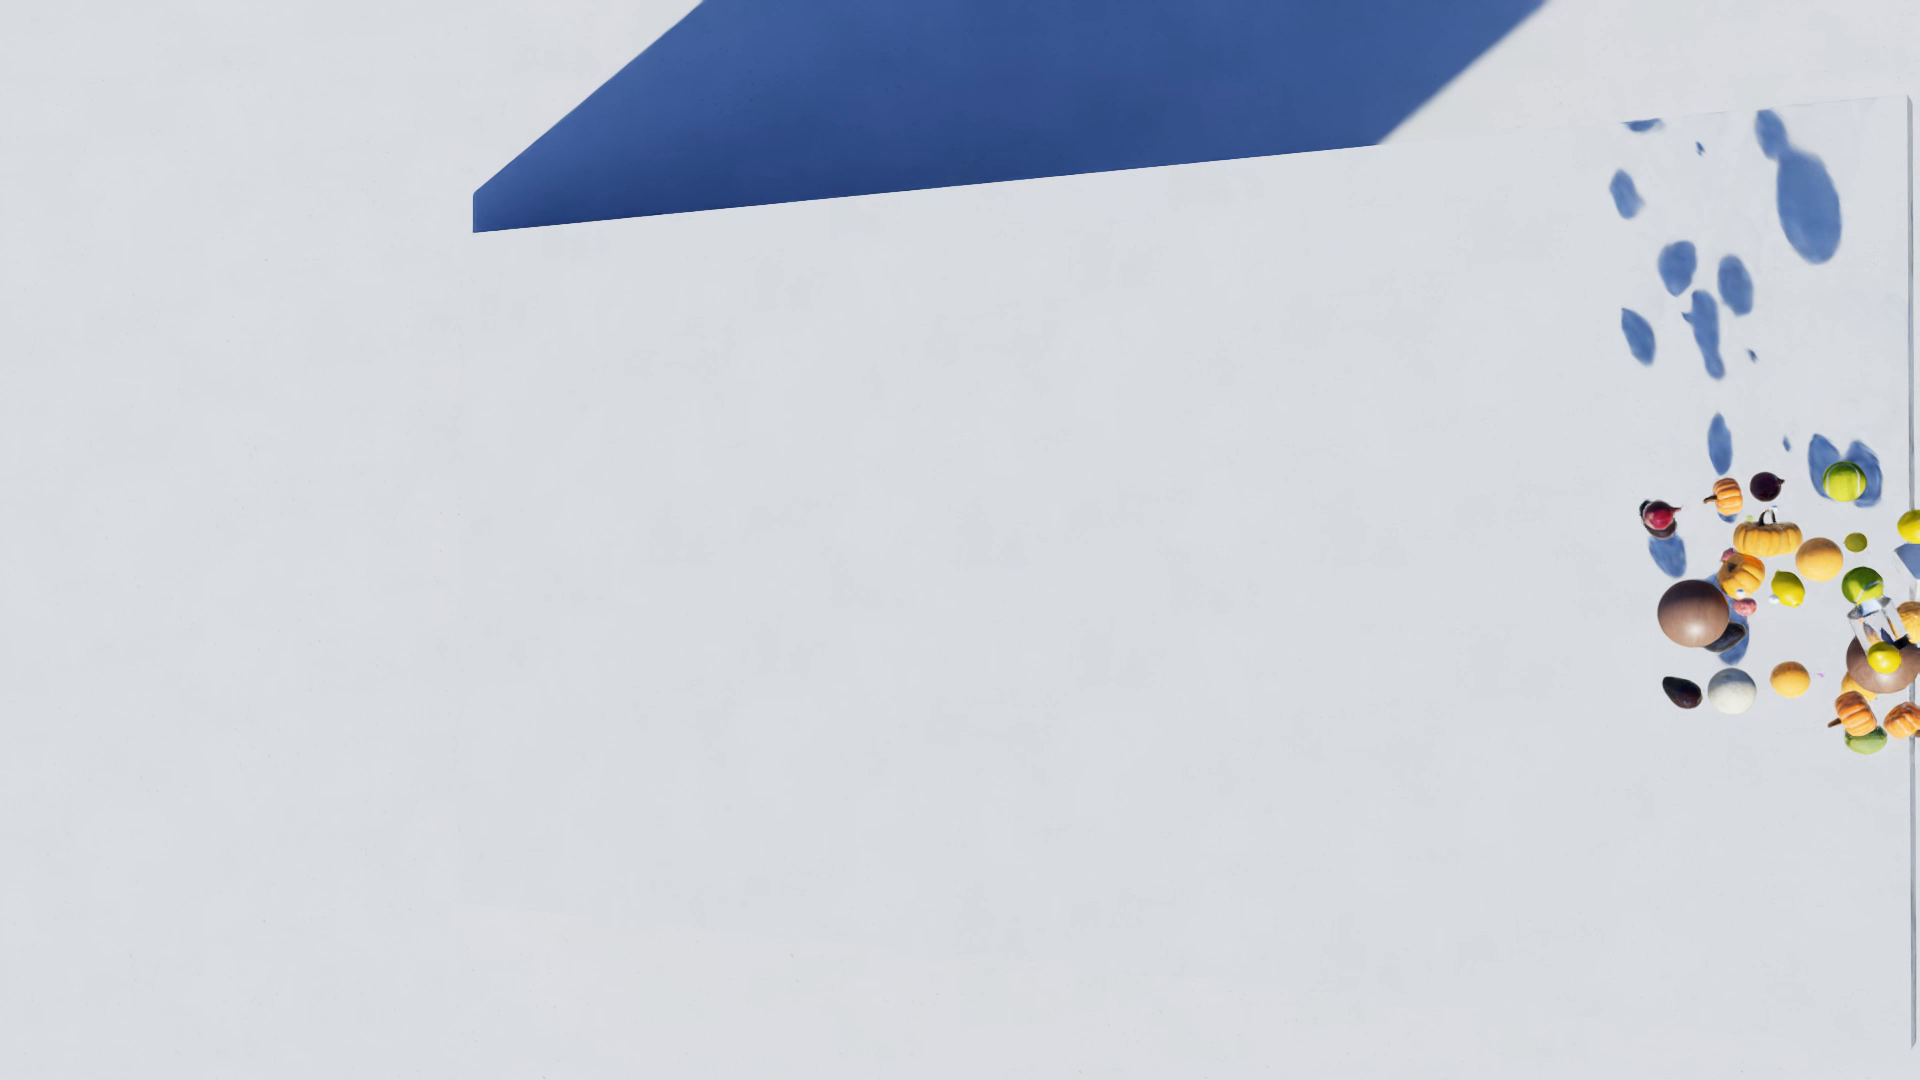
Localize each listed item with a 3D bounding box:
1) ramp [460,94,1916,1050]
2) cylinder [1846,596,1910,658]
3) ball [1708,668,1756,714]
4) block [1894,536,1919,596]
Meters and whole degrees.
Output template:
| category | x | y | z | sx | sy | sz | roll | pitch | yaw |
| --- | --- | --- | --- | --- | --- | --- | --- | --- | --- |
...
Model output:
| category | x | y | z | sx | sy | sz | roll | pitch | yaw |
| --- | --- | --- | --- | --- | --- | --- | --- | --- | --- |
| ramp | 0.271 | 0.075 | 5.631 | 4.000 | 0.100 | 2.000 | 0 | 89 | 30 |
| cylinder | 1.550 | 0.147 | 3.711 | 0.076 | 0.076 | 0.076 | -36 | 108 | 0 |
| ball | 1.645 | 0.322 | 4.687 | 0.100 | 0.100 | 0.100 | 0 | 89 | 0 |
| block | 1.565 | 0.039 | 3.569 | 0.065 | 0.065 | 0.065 | -29 | 55 | 8 |
